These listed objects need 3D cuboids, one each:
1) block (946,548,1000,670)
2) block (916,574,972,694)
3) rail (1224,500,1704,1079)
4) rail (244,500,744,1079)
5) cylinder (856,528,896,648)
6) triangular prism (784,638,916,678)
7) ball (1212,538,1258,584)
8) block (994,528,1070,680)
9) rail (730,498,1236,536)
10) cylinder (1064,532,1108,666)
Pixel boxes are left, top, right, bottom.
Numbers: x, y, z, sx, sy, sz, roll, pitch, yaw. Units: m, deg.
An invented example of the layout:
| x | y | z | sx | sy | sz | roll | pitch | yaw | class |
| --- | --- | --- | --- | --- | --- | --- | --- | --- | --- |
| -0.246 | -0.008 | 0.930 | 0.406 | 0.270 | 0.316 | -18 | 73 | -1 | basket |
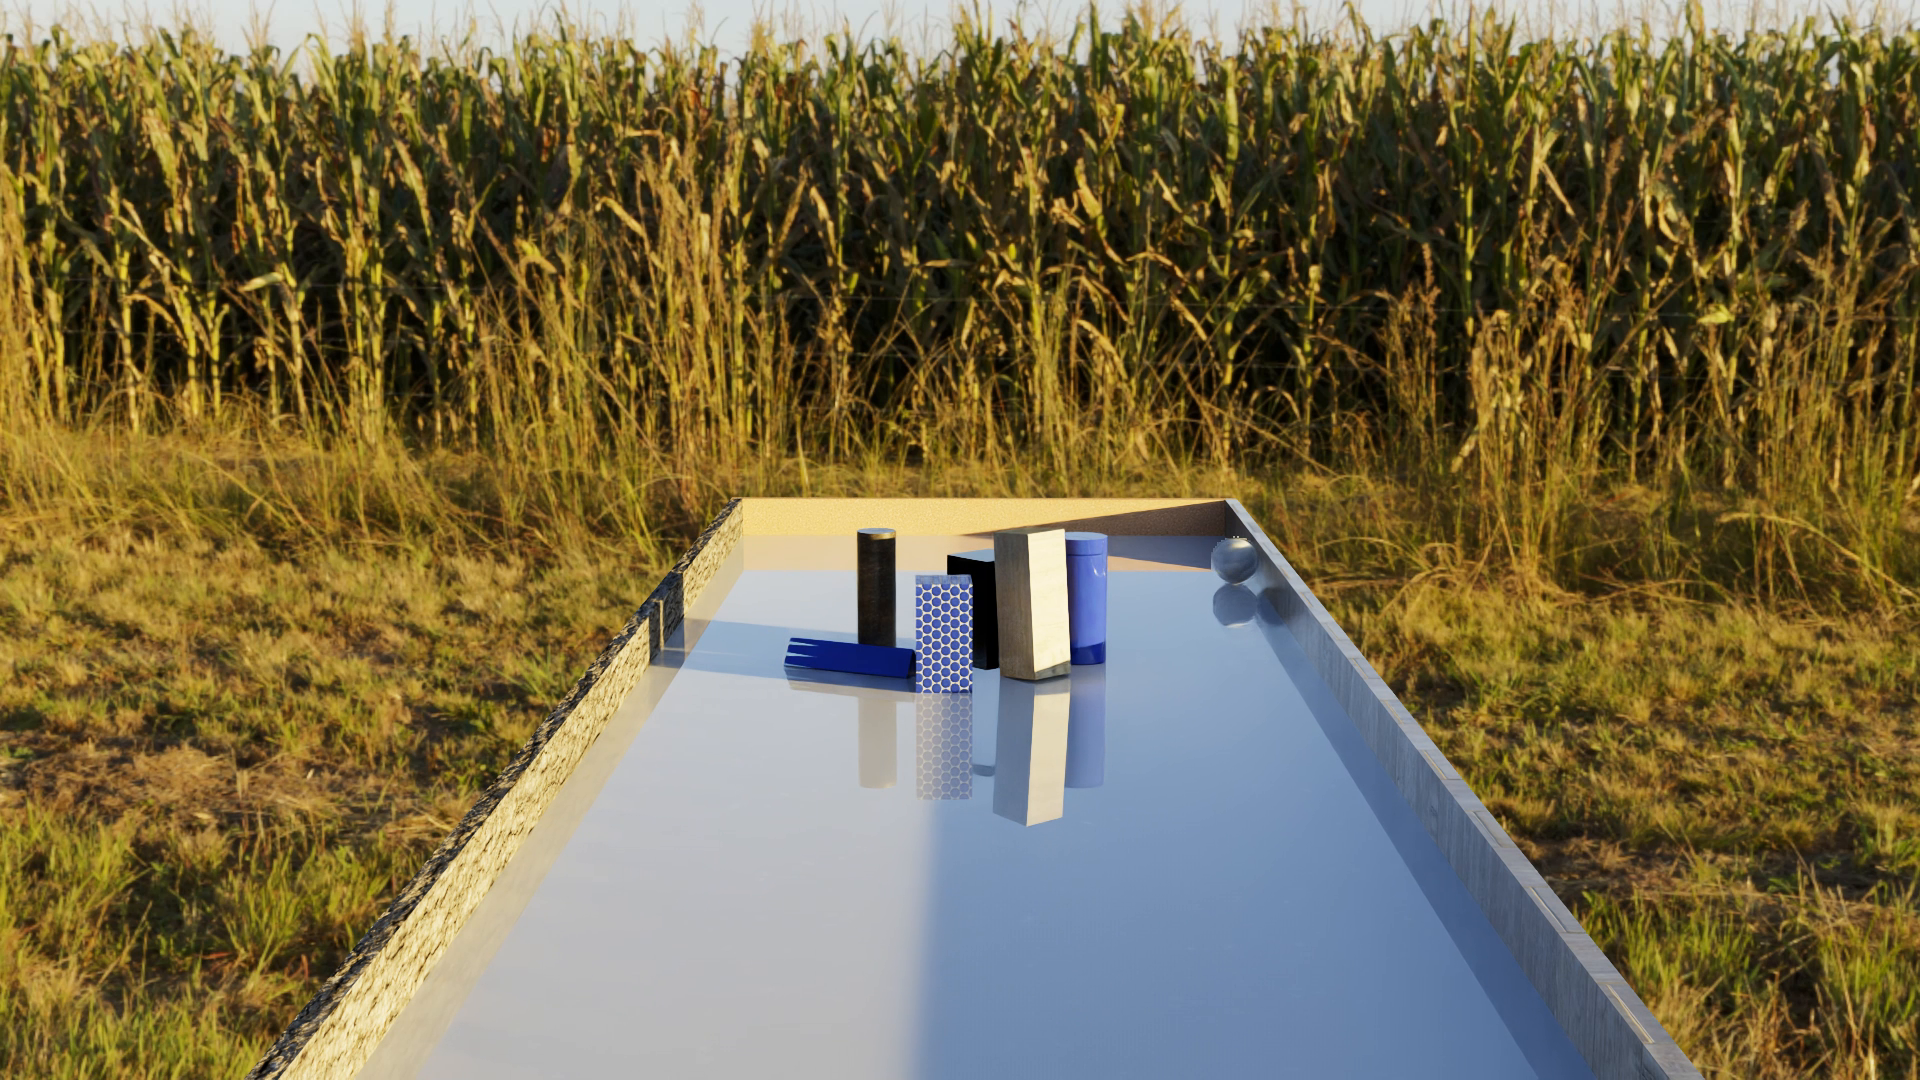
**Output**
| x | y | z | sx | sy | sz | roll | pitch | yaw | class |
| --- | --- | --- | --- | --- | --- | --- | --- | --- | --- |
| 0.085 | 0.207 | 6.654 | 0.176 | 0.328 | 0.176 | -8 | 12 | -42 | block |
| -0.047 | 0.268 | 6.317 | 0.160 | 0.313 | 0.160 | 0 | 9 | -2 | block |
| 1.046 | 0.843 | 3.208 | 0.050 | 0.150 | 12.000 | 0 | 9 | 1 | rail |
| -1.004 | 0.839 | 3.234 | 0.050 | 0.150 | 12.000 | 0 | 9 | 1 | rail |
| -0.254 | 0.167 | 6.695 | 0.119 | 0.395 | 0.119 | 0 | 9 | 0 | cylinder |
| -0.324 | 0.346 | 6.559 | 0.414 | 0.079 | 0.091 | 4 | 10 | 25 | triangular prism |
| 1.002 | 0.076 | 8.008 | 0.164 | 0.164 | 0.164 | 0 | 9 | 0 | ball |
| 0.212 | 0.184 | 6.457 | 0.147 | 0.425 | 0.147 | -8 | 8 | -42 | block |
| 0.099 | -0.098 | 9.147 | 2.100 | 0.150 | 0.050 | 0 | 9 | 1 | rail |
| 0.365 | 0.176 | 6.676 | 0.163 | 0.382 | 0.163 | 0 | 9 | 0 | cylinder |
